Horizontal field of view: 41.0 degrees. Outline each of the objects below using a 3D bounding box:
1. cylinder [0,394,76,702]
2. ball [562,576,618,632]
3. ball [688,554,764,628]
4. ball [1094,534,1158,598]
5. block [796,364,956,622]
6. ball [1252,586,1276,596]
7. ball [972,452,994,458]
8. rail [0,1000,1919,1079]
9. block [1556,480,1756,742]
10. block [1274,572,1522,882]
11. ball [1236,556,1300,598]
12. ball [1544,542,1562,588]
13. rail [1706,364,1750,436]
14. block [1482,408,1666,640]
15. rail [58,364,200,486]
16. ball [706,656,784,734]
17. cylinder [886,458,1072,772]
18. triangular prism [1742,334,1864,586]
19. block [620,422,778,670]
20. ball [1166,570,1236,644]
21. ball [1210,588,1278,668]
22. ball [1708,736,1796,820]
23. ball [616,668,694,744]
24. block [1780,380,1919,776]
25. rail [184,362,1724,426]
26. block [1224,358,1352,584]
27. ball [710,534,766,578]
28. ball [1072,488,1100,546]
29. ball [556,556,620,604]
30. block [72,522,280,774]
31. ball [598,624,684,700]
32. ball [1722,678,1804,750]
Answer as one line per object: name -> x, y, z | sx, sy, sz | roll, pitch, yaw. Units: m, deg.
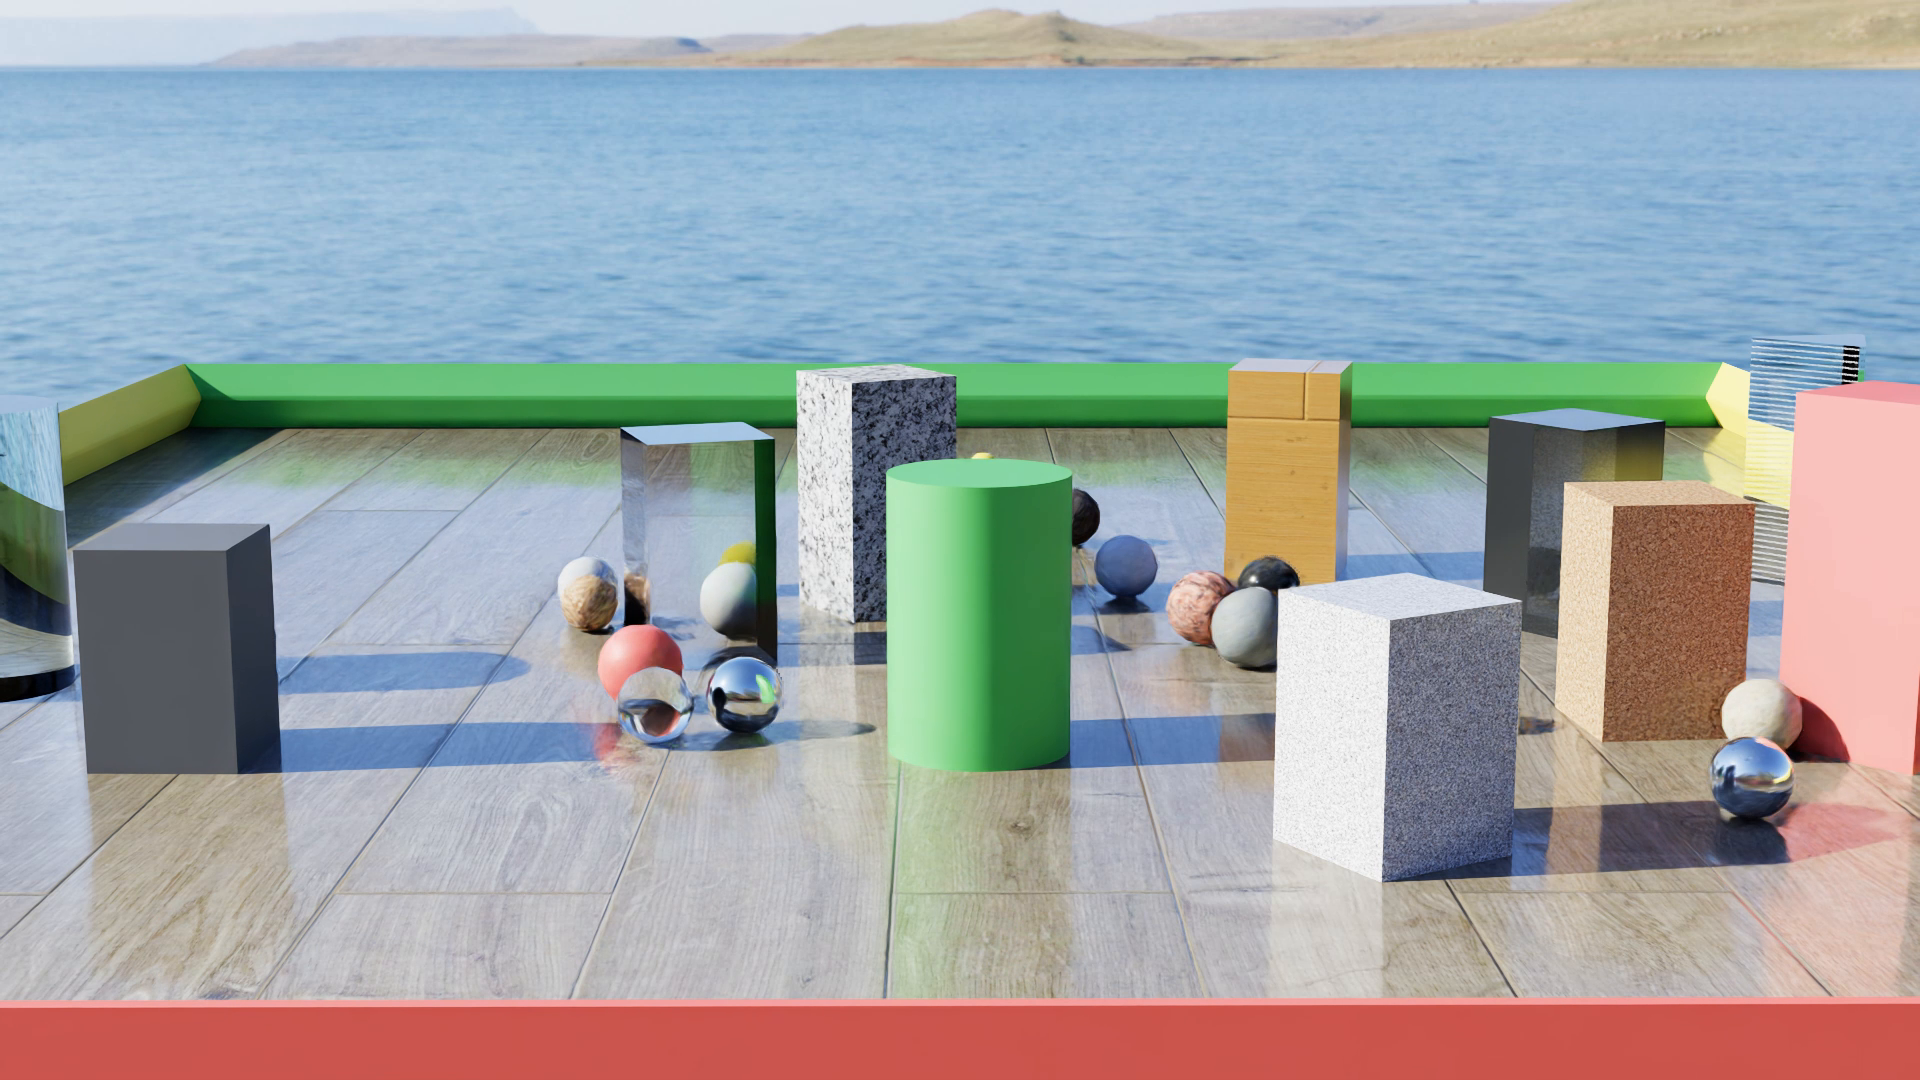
cylinder -> -1.156, 0.008, 3.022 | 0.197, 0.335, 0.197 | 0, 10, 0
ball -> -0.483, 0.082, 3.341 | 0.073, 0.073, 0.073 | 0, 10, 0
ball -> -0.305, 0.067, 3.354 | 0.098, 0.098, 0.098 | 0, 10, 0
ball -> 0.229, 0.036, 3.548 | 0.087, 0.087, 0.087 | 0, 10, 0
block -> -0.113, -0.067, 3.471 | 0.158, 0.319, 0.158 | -6, 12, -30
ball -> 0.381, 0.093, 3.301 | 0.066, 0.066, 0.066 | 0, 10, 0
ball -> 0.040, -0.126, 4.510 | 0.056, 0.056, 0.056 | 0, 10, 0
rail -> 0.010, 0.358, 1.696 | 3.131, 0.128, 0.045 | 0, 10, 0
block -> 0.770, 0.076, 2.856 | 0.158, 0.261, 0.158 | -1, 11, -6
block -> 0.407, 0.170, 2.399 | 0.158, 0.242, 0.158 | -6, 12, -31
ball -> 0.410, 0.065, 3.404 | 0.084, 0.084, 0.084 | 0, 10, 0
ball -> 0.857, 0.035, 3.592 | 0.074, 0.074, 0.074 | 0, 10, 0
rail -> 1.542, 0.031, 3.458 | 0.045, 0.128, 3.613 | 0, 10, 0
block -> 0.802, -0.023, 3.358 | 0.158, 0.273, 0.158 | -7, 13, -35
rail -> -1.542, 0.035, 3.440 | 0.045, 0.128, 3.613 | 0, 10, 0
ball -> -0.237, 0.171, 2.828 | 0.085, 0.085, 0.085 | 0, 10, 0
cylinder -> 0.021, 0.076, 2.747 | 0.197, 0.301, 0.197 | 0, 10, 0
triangular prism -> 1.229, -0.113, 3.639 | 0.148, 0.348, 0.171 | -9, 14, -41
block -> -0.325, 0.005, 3.191 | 0.158, 0.279, 0.158 | -4, 11, -19
ball -> 0.310, 0.086, 3.264 | 0.094, 0.094, 0.094 | 0, 10, 0
ball -> 0.356, 0.108, 3.135 | 0.098, 0.098, 0.098 | 0, 10, 0
ball -> 0.774, 0.232, 2.508 | 0.081, 0.081, 0.081 | 0, 10, 0
ball -> -0.331, 0.180, 2.784 | 0.084, 0.084, 0.084 | 0, 10, 0
block -> 0.995, 0.035, 2.739 | 0.158, 0.385, 0.158 | -9, 14, -41
rail -> -0.010, -0.292, 5.202 | 3.131, 0.128, 0.045 | 0, 10, 0
block -> 0.477, -0.103, 3.715 | 0.158, 0.300, 0.158 | 3, 11, 14
ball -> -0.310, 0.033, 3.577 | 0.081, 0.081, 0.081 | 0, 10, 0
ball -> 0.172, -0.035, 3.938 | 0.087, 0.087, 0.087 | 0, 10, 0
ball -> -0.496, 0.063, 3.424 | 0.084, 0.084, 0.084 | 0, 10, 0
block -> -0.828, 0.113, 2.725 | 0.158, 0.237, 0.158 | 0, 10, 1
ball -> -0.366, 0.144, 2.939 | 0.097, 0.097, 0.097 | 0, 10, 0
ball -> 0.855, 0.189, 2.736 | 0.083, 0.083, 0.083 | 0, 10, 0
